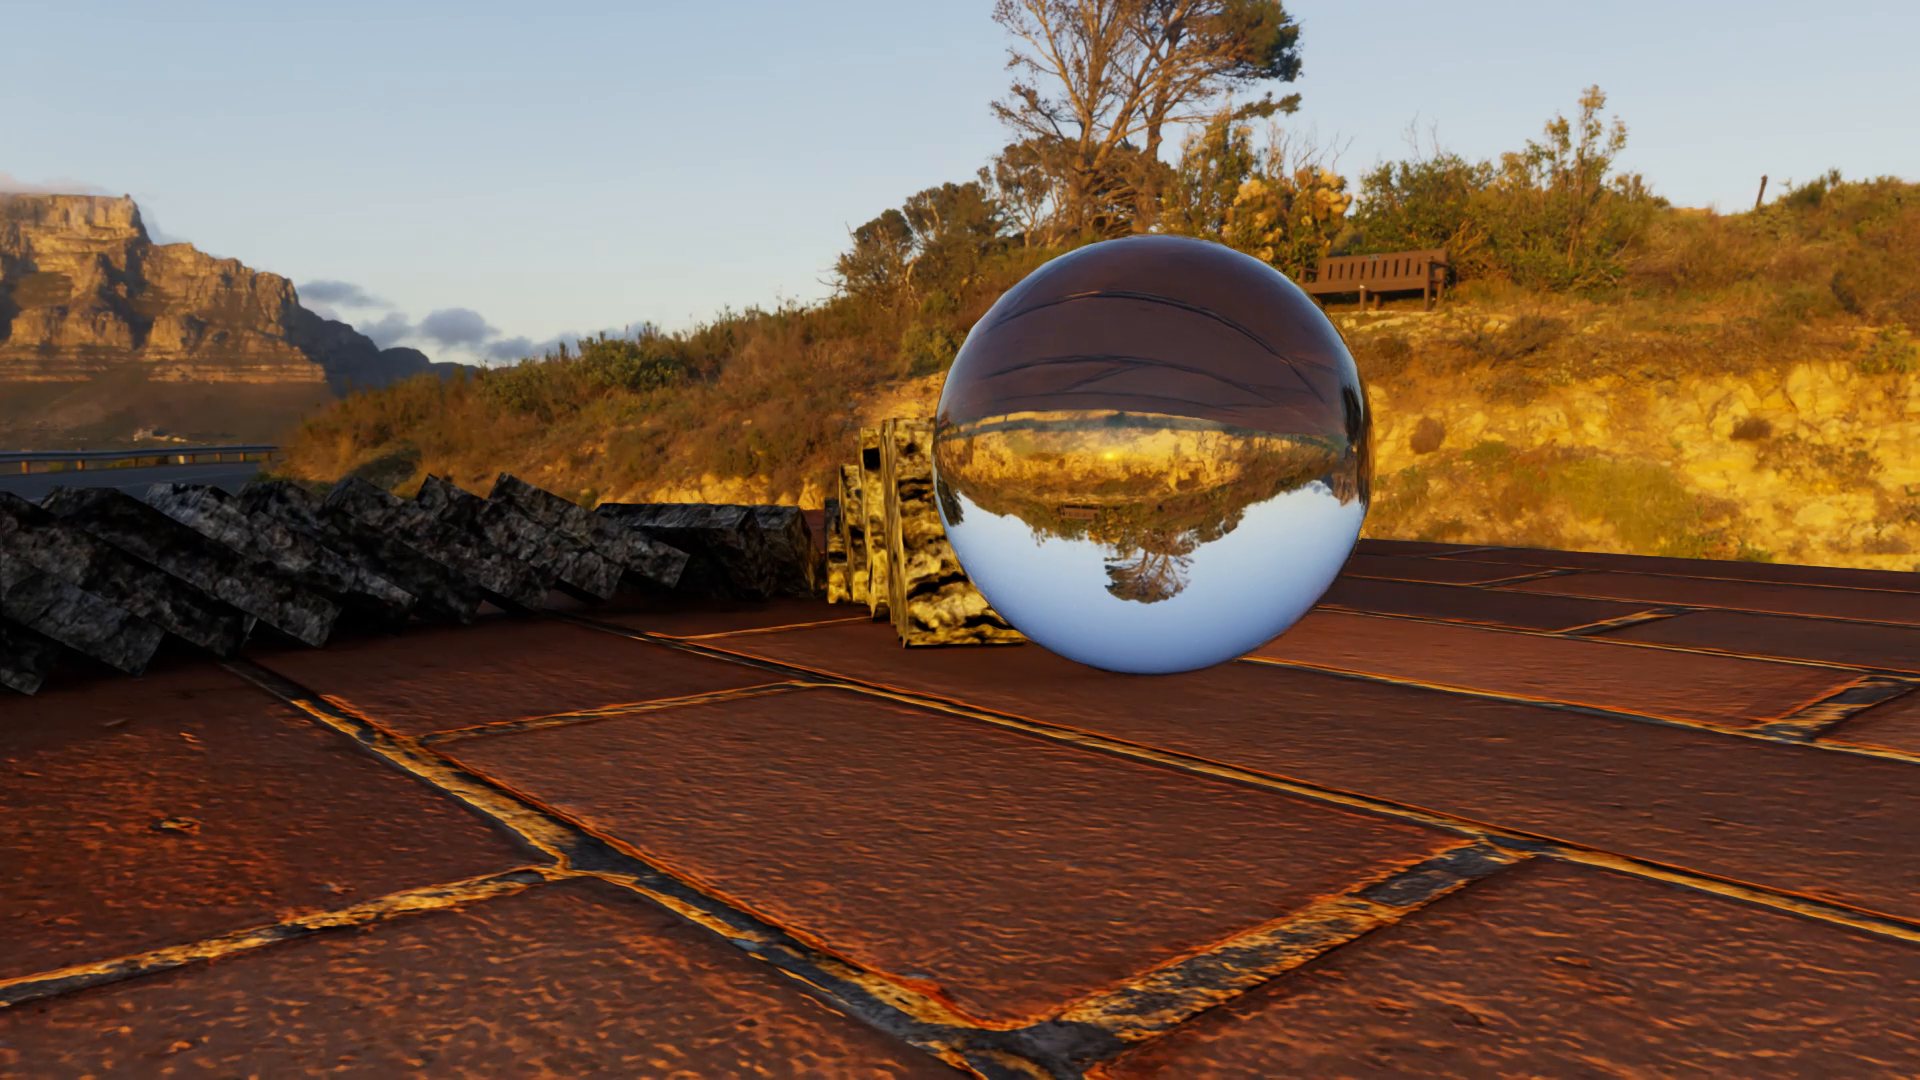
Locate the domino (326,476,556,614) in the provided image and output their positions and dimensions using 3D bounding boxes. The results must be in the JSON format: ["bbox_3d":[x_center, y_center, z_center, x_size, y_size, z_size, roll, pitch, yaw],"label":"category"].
[{"bbox_3d":[-0.124,0.002,0.305,0.050,0.010,0.025,33,-20,-31],"label":"domino"}]

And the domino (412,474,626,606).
[{"bbox_3d":[-0.110,0.001,0.318,0.050,0.009,0.025,28,-16,-20],"label":"domino"}]

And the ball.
[{"bbox_3d":[0.035,-0.015,0.236,0.080,0.080,0.080,0,4,0],"label":"ball"}]

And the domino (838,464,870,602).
[{"bbox_3d":[-0.018,-0.003,0.340,0.025,0.010,0.050,0,35,-11],"label":"domino"}]

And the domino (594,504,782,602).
[{"bbox_3d":[-0.076,0.003,0.351,0.050,0.025,0.010,2,39,25],"label":"domino"}]

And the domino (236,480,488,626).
[{"bbox_3d":[-0.135,0.003,0.289,0.025,0.010,0.050,2,-27,43],"label":"domino"}]

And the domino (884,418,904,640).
[{"bbox_3d":[-0.002,-0.003,0.286,0.025,0.050,0.009,-1,-25,-10],"label":"domino"}]

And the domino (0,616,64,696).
[{"bbox_3d":[-0.176,0.009,0.205,0.025,0.010,0.050,2,-29,28],"label":"domino"}]

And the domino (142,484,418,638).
[{"bbox_3d":[-0.144,0.005,0.272,0.025,0.010,0.050,3,-27,35],"label":"domino"}]

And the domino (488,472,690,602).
[{"bbox_3d":[-0.095,0.000,0.330,0.050,0.010,0.025,24,-15,-7],"label":"domino"}]

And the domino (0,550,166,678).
[{"bbox_3d":[-0.169,0.008,0.222,0.025,0.010,0.050,2,-28,28],"label":"domino"}]

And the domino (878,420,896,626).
[{"bbox_3d":[-0.005,-0.005,0.307,0.025,0.050,0.009,-1,-25,-10],"label":"domino"}]

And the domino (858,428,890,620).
[{"bbox_3d":[-0.011,-0.005,0.320,0.025,0.050,0.009,-1,-30,-11],"label":"domino"}]

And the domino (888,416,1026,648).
[{"bbox_3d":[-0.001,-0.002,0.275,0.025,0.050,0.010,-1,-25,-10],"label":"domino"}]

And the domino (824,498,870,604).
[{"bbox_3d":[-0.025,0.003,0.356,0.025,0.010,0.050,2,23,-8],"label":"domino"}]

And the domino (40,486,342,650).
[{"bbox_3d":[-0.153,0.006,0.256,0.025,0.010,0.050,3,-27,32],"label":"domino"}]

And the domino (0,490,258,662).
[{"bbox_3d":[-0.162,0.007,0.239,0.025,0.009,0.050,2,-27,29],"label":"domino"}]

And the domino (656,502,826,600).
[{"bbox_3d":[-0.063,0.003,0.360,0.050,0.025,0.010,2,41,28],"label":"domino"}]

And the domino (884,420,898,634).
[{"bbox_3d":[-0.003,-0.004,0.296,0.025,0.050,0.009,-1,-25,-10],"label":"domino"}]
